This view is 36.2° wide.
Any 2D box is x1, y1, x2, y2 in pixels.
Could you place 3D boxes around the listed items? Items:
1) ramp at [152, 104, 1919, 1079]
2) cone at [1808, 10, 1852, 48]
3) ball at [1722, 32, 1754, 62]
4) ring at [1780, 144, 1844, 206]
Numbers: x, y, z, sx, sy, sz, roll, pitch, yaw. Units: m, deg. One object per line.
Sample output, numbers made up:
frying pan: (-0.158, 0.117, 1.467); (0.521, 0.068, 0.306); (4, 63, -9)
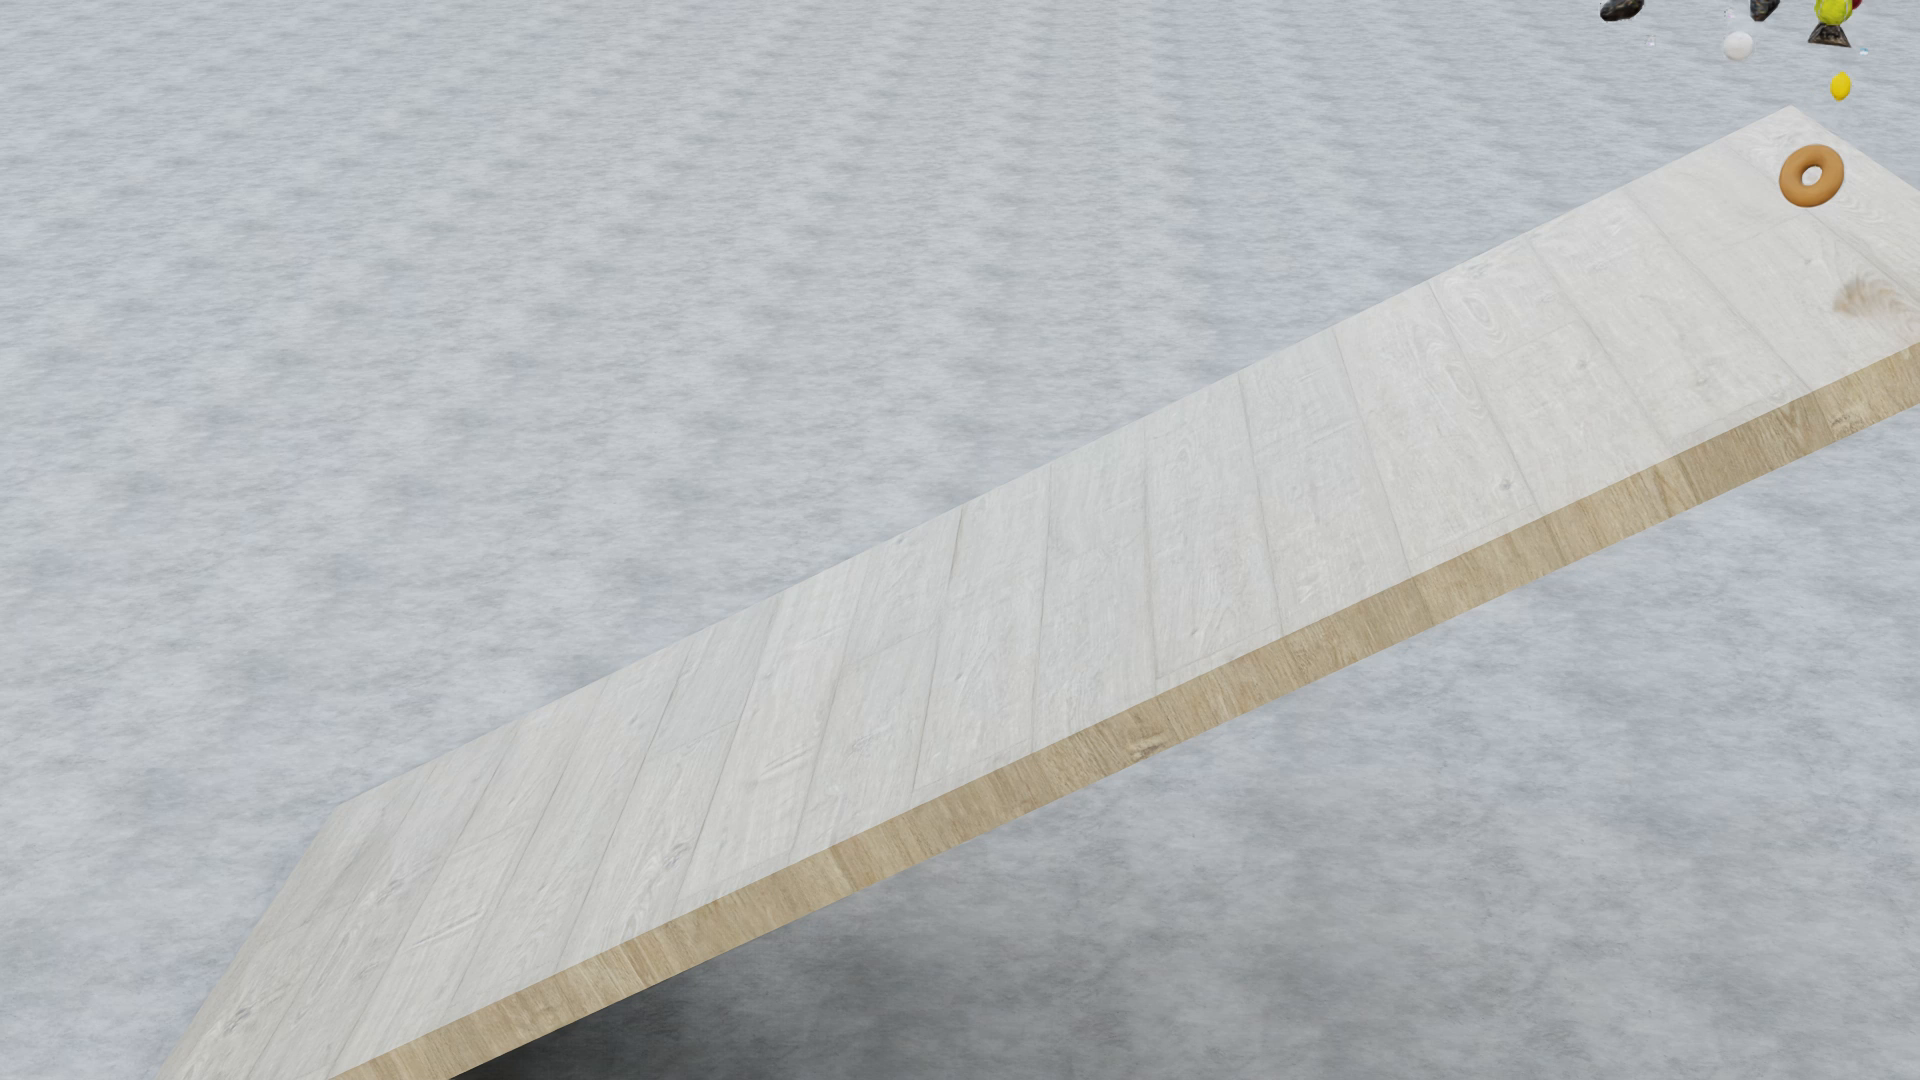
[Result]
ramp: (0.140, 0.168, 6.281); (4.000, 0.100, 2.000); (-26, 14, 10)
cone: (1.739, -0.998, 5.839); (0.076, 0.076, 0.076); (33, 19, -2)
ball: (1.545, -0.979, 5.837); (0.060, 0.060, 0.060); (0, 17, 0)
ring: (1.659, -0.710, 5.730); (0.130, 0.130, 0.043); (15, -6, 41)
